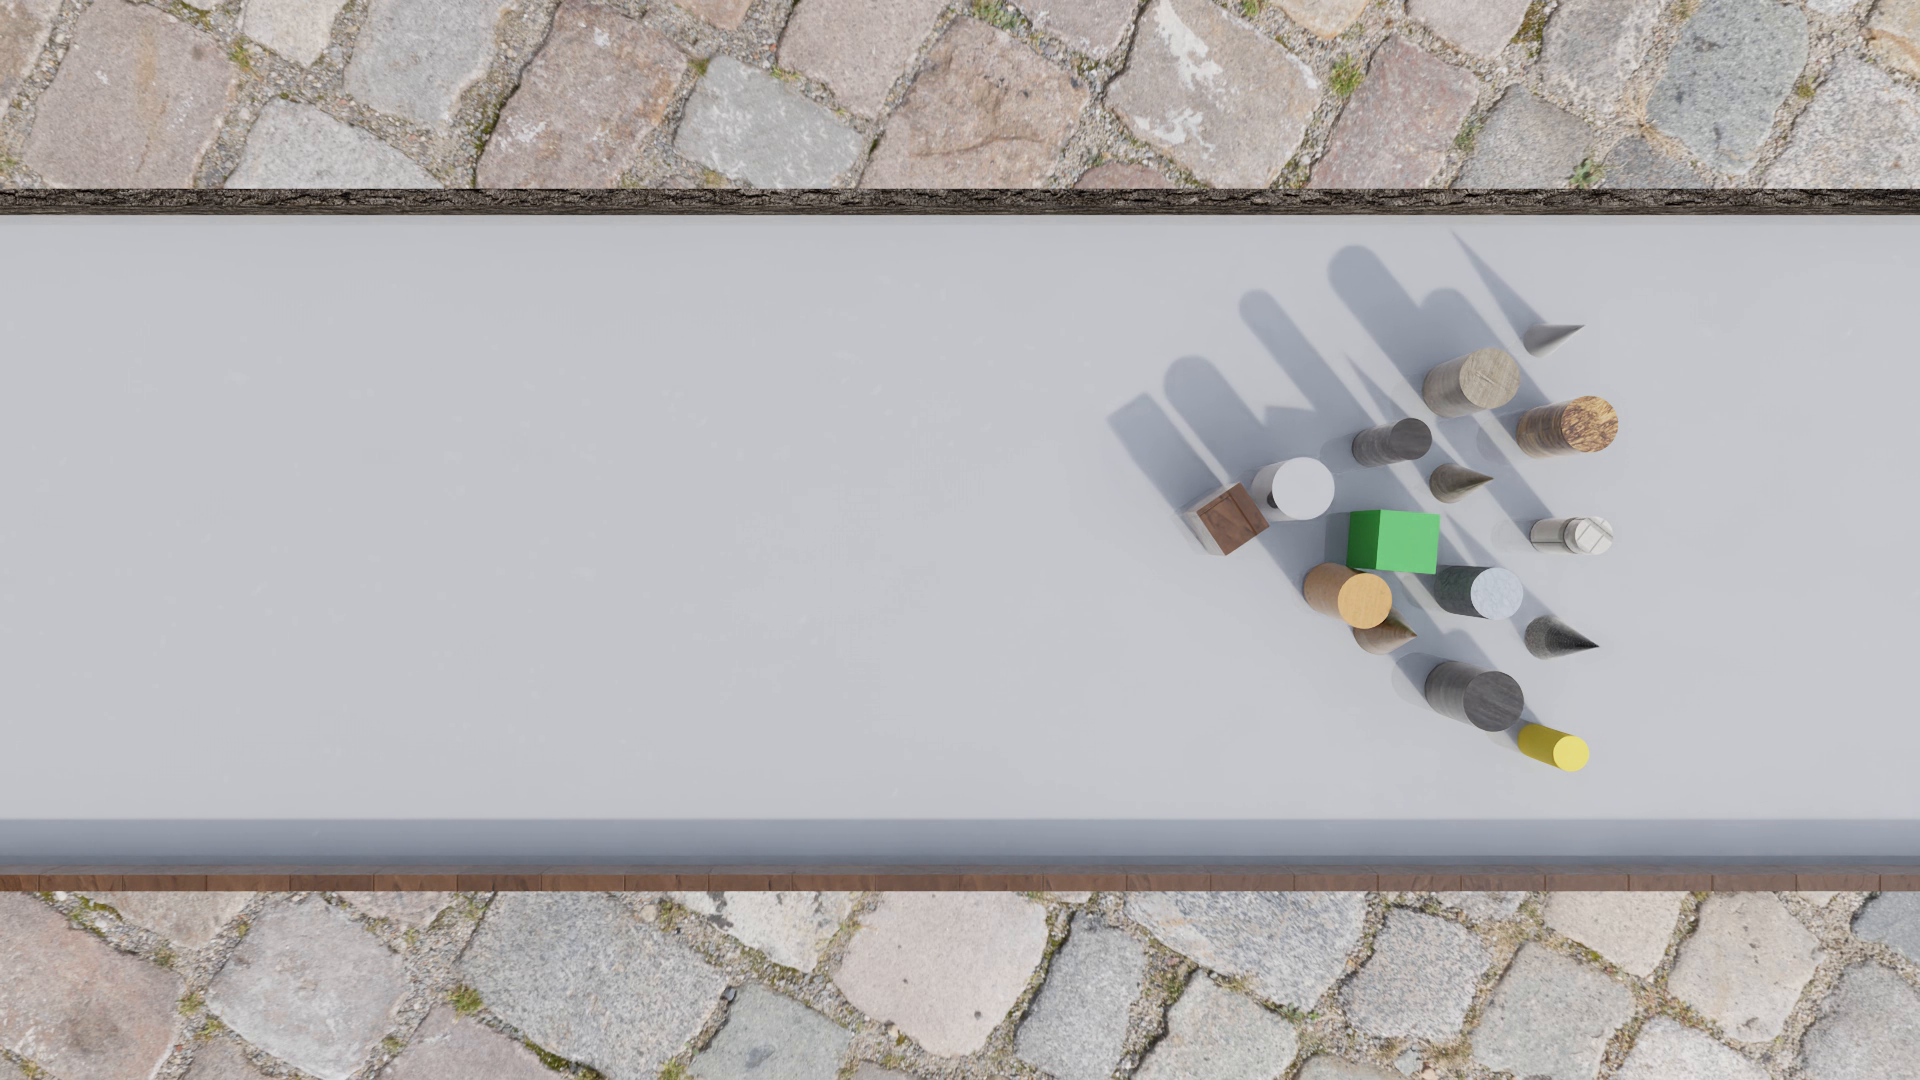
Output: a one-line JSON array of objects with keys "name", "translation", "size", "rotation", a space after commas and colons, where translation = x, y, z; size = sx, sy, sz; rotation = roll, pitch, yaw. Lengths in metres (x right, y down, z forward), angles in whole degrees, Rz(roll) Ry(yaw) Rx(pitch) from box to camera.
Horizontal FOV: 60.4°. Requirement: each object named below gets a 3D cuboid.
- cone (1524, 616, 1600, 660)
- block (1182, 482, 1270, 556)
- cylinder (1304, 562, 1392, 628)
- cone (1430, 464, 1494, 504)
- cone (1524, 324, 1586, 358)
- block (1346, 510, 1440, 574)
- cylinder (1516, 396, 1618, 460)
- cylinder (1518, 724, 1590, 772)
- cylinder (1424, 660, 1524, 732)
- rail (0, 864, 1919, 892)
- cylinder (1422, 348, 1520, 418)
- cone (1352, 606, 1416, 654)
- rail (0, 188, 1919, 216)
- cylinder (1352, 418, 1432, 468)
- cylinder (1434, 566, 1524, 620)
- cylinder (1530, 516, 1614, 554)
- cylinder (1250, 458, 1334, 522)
[{"name": "cone", "translation": [1.807, 0.301, 4.865], "size": [0.139, 0.423, 0.139], "rotation": [0, 90, 0]}, {"name": "block", "translation": [0.790, -0.061, 4.923], "size": [0.155, 0.307, 0.155], "rotation": [-34, 90, 0]}, {"name": "cylinder", "translation": [1.149, 0.162, 4.904], "size": [0.161, 0.327, 0.161], "rotation": [0, 95, -5]}, {"name": "cone", "translation": [1.507, -0.174, 4.861], "size": [0.124, 0.432, 0.124], "rotation": [0, 90, 0]}, {"name": "cone", "translation": [1.787, -0.614, 4.891], "size": [0.106, 0.370, 0.106], "rotation": [0, 90, 0]}, {"name": "block", "translation": [1.284, 0.005, 4.904], "size": [0.172, 0.342, 0.172], "rotation": [5, 90, -1]}, {"name": "cylinder", "translation": [1.791, -0.329, 4.884], "size": [0.162, 0.386, 0.162], "rotation": [0, 90, 0]}, {"name": "cylinder", "translation": [1.768, 0.618, 4.923], "size": [0.104, 0.308, 0.104], "rotation": [0, 90, 0]}, {"name": "cylinder", "translation": [1.516, 0.459, 4.881], "size": [0.173, 0.391, 0.173], "rotation": [0, 90, 0]}, {"name": "rail", "translation": [-2.247, 1.025, 5.001], "size": [12.000, 0.150, 0.050], "rotation": [0, 90, 0]}, {"name": "cylinder", "translation": [1.509, -0.461, 4.887], "size": [0.173, 0.380, 0.173], "rotation": [0, 90, 0]}, {"name": "cone", "translation": [1.291, 0.271, 4.864], "size": [0.164, 0.425, 0.164], "rotation": [0, 90, 0]}, {"name": "rail", "translation": [-2.247, -1.025, 5.002], "size": [12.000, 0.150, 0.050], "rotation": [0, 90, 0]}, {"name": "cylinder", "translation": [1.264, -0.283, 4.850], "size": [0.119, 0.452, 0.119], "rotation": [0, 90, 0]}, {"name": "cylinder", "translation": [1.532, 0.153, 4.892], "size": [0.150, 0.370, 0.150], "rotation": [0, 90, 0]}, {"name": "cylinder", "translation": [1.808, -0.012, 4.889], "size": [0.109, 0.375, 0.109], "rotation": [0, 90, 0]}, {"name": "cylinder", "translation": [0.984, -0.148, 4.902], "size": [0.180, 0.348, 0.180], "rotation": [0, 90, 0]}]
